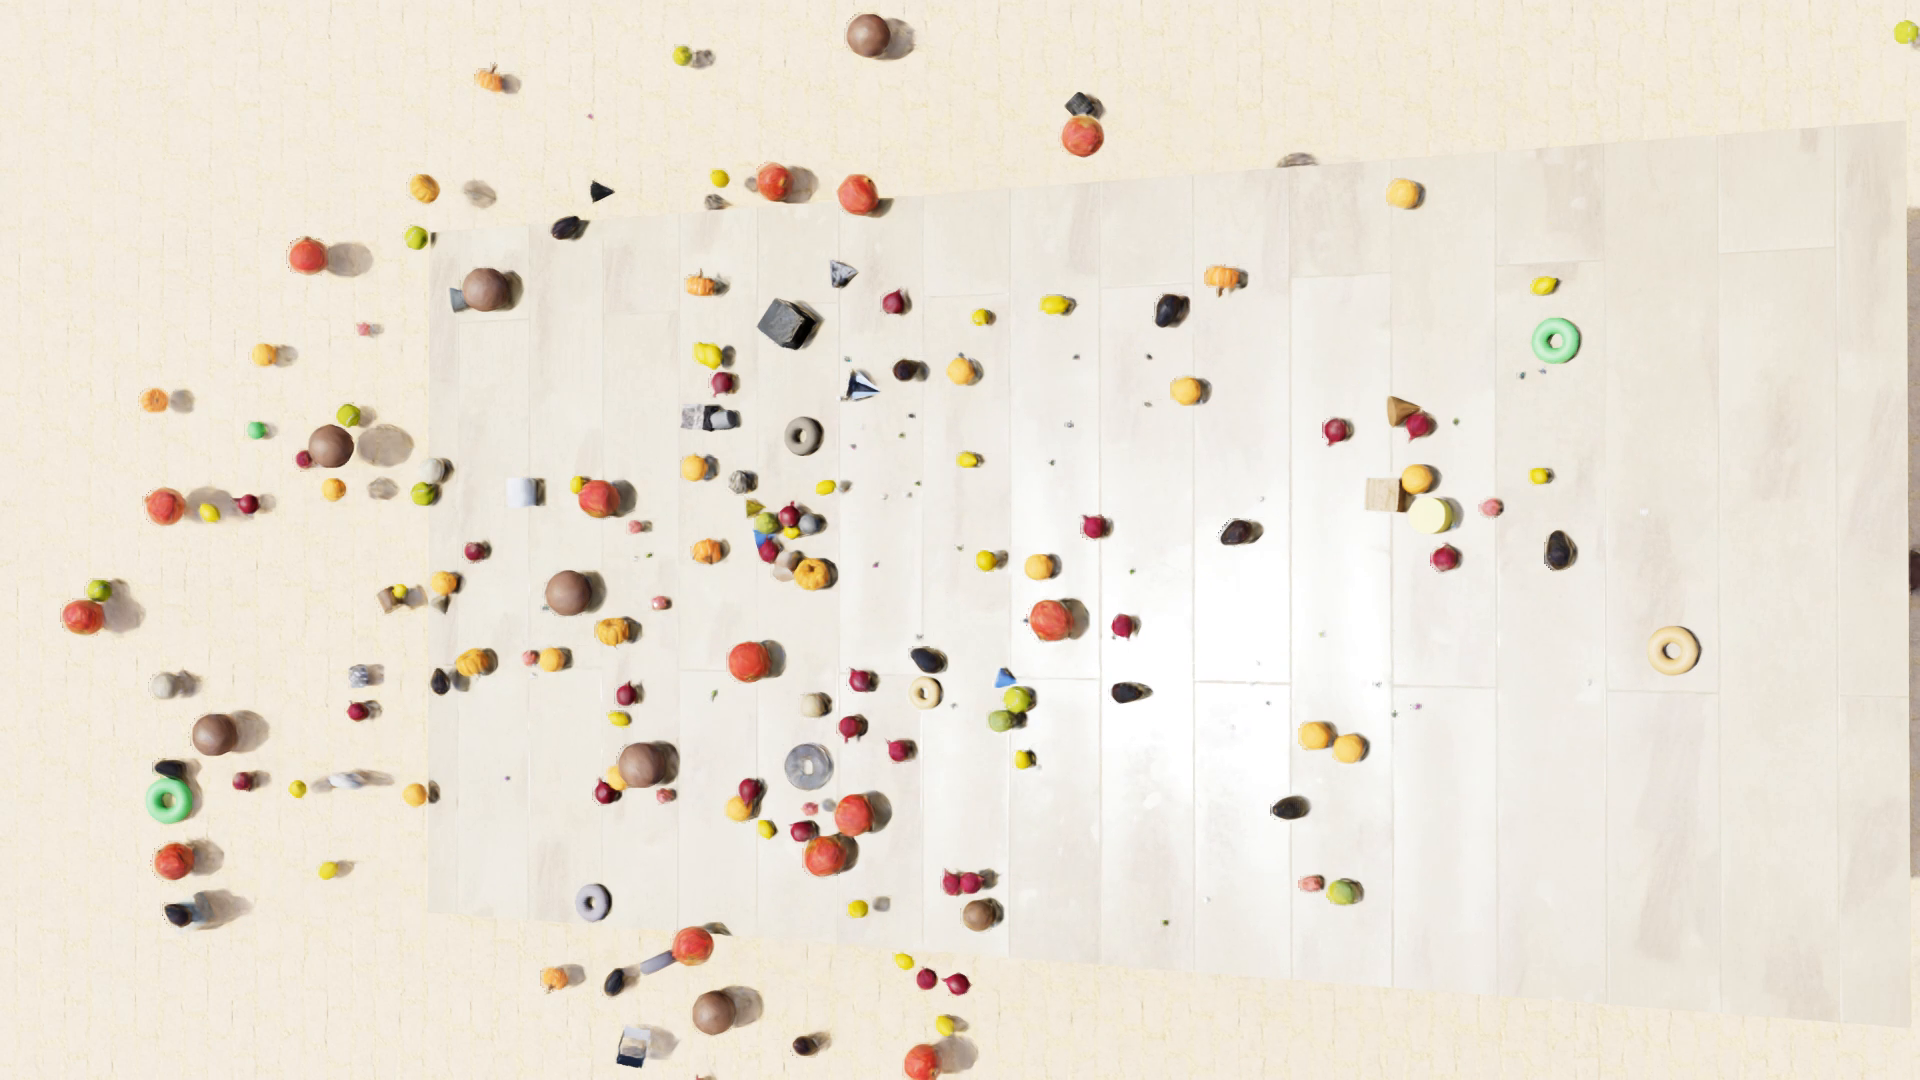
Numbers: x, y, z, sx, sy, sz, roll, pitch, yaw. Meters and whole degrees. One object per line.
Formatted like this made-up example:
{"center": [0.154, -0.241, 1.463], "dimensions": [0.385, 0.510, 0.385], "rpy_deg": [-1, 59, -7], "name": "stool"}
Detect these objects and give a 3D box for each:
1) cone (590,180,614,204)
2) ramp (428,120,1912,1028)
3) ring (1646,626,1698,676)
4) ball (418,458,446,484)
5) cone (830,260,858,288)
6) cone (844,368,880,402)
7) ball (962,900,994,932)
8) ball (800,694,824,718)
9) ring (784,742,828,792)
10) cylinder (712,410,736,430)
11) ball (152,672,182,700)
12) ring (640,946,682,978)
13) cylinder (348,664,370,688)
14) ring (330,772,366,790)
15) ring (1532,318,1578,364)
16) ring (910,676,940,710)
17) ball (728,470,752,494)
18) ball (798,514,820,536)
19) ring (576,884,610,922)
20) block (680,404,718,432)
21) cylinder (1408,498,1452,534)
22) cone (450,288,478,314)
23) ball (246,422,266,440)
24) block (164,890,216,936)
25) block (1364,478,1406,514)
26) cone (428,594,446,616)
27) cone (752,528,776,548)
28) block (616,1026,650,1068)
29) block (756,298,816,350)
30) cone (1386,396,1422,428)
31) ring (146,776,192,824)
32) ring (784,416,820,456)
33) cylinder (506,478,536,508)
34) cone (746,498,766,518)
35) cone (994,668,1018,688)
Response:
{"center": [-1.008, -0.988, 6.242], "dimensions": [0.065, 0.065, 0.065], "rpy_deg": [0, 89, 7], "name": "cone"}
{"center": [0.283, 0.083, 5.704], "dimensions": [4.000, 0.100, 2.000], "rpy_deg": [0, 89, 24], "name": "ramp"}
{"center": [1.628, 0.253, 5.028], "dimensions": [0.114, 0.038, 0.114], "rpy_deg": [0, 90, 23], "name": "ring"}
{"center": [-1.543, -0.203, 6.425], "dimensions": [0.076, 0.076, 0.076], "rpy_deg": [0, 89, 0], "name": "ball"}
{"center": [-0.308, -0.717, 5.903], "dimensions": [0.079, 0.079, 0.079], "rpy_deg": [-5, 89, -3], "name": "cone"}
{"center": [-0.252, -0.404, 5.870], "dimensions": [0.094, 0.094, 0.094], "rpy_deg": [12, 89, -3], "name": "cone"}
{"center": [0.047, 0.973, 5.698], "dimensions": [0.084, 0.084, 0.084], "rpy_deg": [0, 89, 0], "name": "ball"}
{"center": [-0.398, 0.446, 5.911], "dimensions": [0.068, 0.068, 0.068], "rpy_deg": [0, 89, 0], "name": "ball"}
{"center": [-0.413, 0.612, 5.930], "dimensions": [0.131, 0.044, 0.131], "rpy_deg": [0, 90, 23], "name": "ring"}
{"center": [-0.649, -0.330, 6.042], "dimensions": [0.051, 0.051, 0.051], "rpy_deg": [-10, 89, 24], "name": "cylinder"}
{"center": [-2.352, 0.434, 6.517], "dimensions": [0.086, 0.086, 0.086], "rpy_deg": [0, 89, 0], "name": "ball"}
{"center": [-0.825, 1.162, 6.065], "dimensions": [0.124, 0.124, 0.041], "rpy_deg": [-29, 95, 0], "name": "ring"}
{"center": [-1.784, 0.404, 6.526], "dimensions": [0.056, 0.056, 0.056], "rpy_deg": [-4, 102, 0], "name": "cylinder"}
{"center": [-1.808, 0.712, 6.499], "dimensions": [0.110, 0.110, 0.037], "rpy_deg": [14, 92, 0], "name": "ring"}
{"center": [1.391, -0.465, 5.143], "dimensions": [0.109, 0.036, 0.109], "rpy_deg": [0, 91, 23], "name": "ring"}
{"center": [-0.094, 0.405, 5.797], "dimensions": [0.089, 0.030, 0.089], "rpy_deg": [2, 94, 26], "name": "ring"}
{"center": [-0.603, -0.159, 6.012], "dimensions": [0.064, 0.064, 0.064], "rpy_deg": [0, 89, 0], "name": "ball"}
{"center": [-0.405, -0.042, 5.926], "dimensions": [0.058, 0.058, 0.058], "rpy_deg": [0, 89, 0], "name": "ball"}
{"center": [-1.038, 1.024, 6.208], "dimensions": [0.106, 0.035, 0.106], "rpy_deg": [-1, 88, 23], "name": "ring"}
{"center": [-0.721, -0.338, 6.064], "dimensions": [0.069, 0.069, 0.069], "rpy_deg": [6, 92, 24], "name": "block"}
{"center": [1.119, -0.058, 5.231], "dimensions": [0.087, 0.087, 0.087], "rpy_deg": [0, 89, 24], "name": "cylinder"}
{"center": [-1.440, -0.704, 6.407], "dimensions": [0.079, 0.079, 0.079], "rpy_deg": [-10, 89, -3], "name": "cone"}
{"center": [-2.094, -0.326, 6.542], "dimensions": [0.054, 0.054, 0.054], "rpy_deg": [0, 89, 0], "name": "ball"}
{"center": [-2.276, 1.104, 6.506], "dimensions": [0.091, 0.091, 0.091], "rpy_deg": [-27, 89, 0], "name": "block"}
{"center": [1.021, -0.107, 5.279], "dimensions": [0.080, 0.080, 0.080], "rpy_deg": [4, 91, 24], "name": "block"}
{"center": [-1.519, 0.198, 6.437], "dimensions": [0.056, 0.056, 0.056], "rpy_deg": [-20, 110, 0], "name": "cone"}
{"center": [-0.529, -0.009, 5.998], "dimensions": [0.060, 0.060, 0.060], "rpy_deg": [-13, 89, -3], "name": "cone"}
{"center": [-0.963, 1.499, 6.494], "dimensions": [0.079, 0.079, 0.079], "rpy_deg": [11, 117, 0], "name": "block"}
{"center": [-0.469, -0.583, 5.940], "dimensions": [0.096, 0.096, 0.096], "rpy_deg": [39, 104, 19], "name": "block"}
{"center": [1.074, -0.314, 5.282], "dimensions": [0.079, 0.079, 0.079], "rpy_deg": [-8, 89, -2], "name": "cone"}
{"center": [-2.350, 0.773, 6.533], "dimensions": [0.140, 0.047, 0.140], "rpy_deg": [0, 90, 1], "name": "ring"}
{"center": [-0.428, -0.282, 5.951], "dimensions": [0.106, 0.035, 0.106], "rpy_deg": [-2, 85, 26], "name": "ring"}
{"center": [-1.256, -0.136, 6.290], "dimensions": [0.082, 0.082, 0.082], "rpy_deg": [0, 92, 0], "name": "cylinder"}
{"center": [-0.556, -0.089, 6.011], "dimensions": [0.057, 0.057, 0.057], "rpy_deg": [-4, 89, -3], "name": "cone"}
{"center": [0.125, 0.365, 5.703], "dimensions": [0.057, 0.057, 0.057], "rpy_deg": [14, 89, -3], "name": "cone"}
